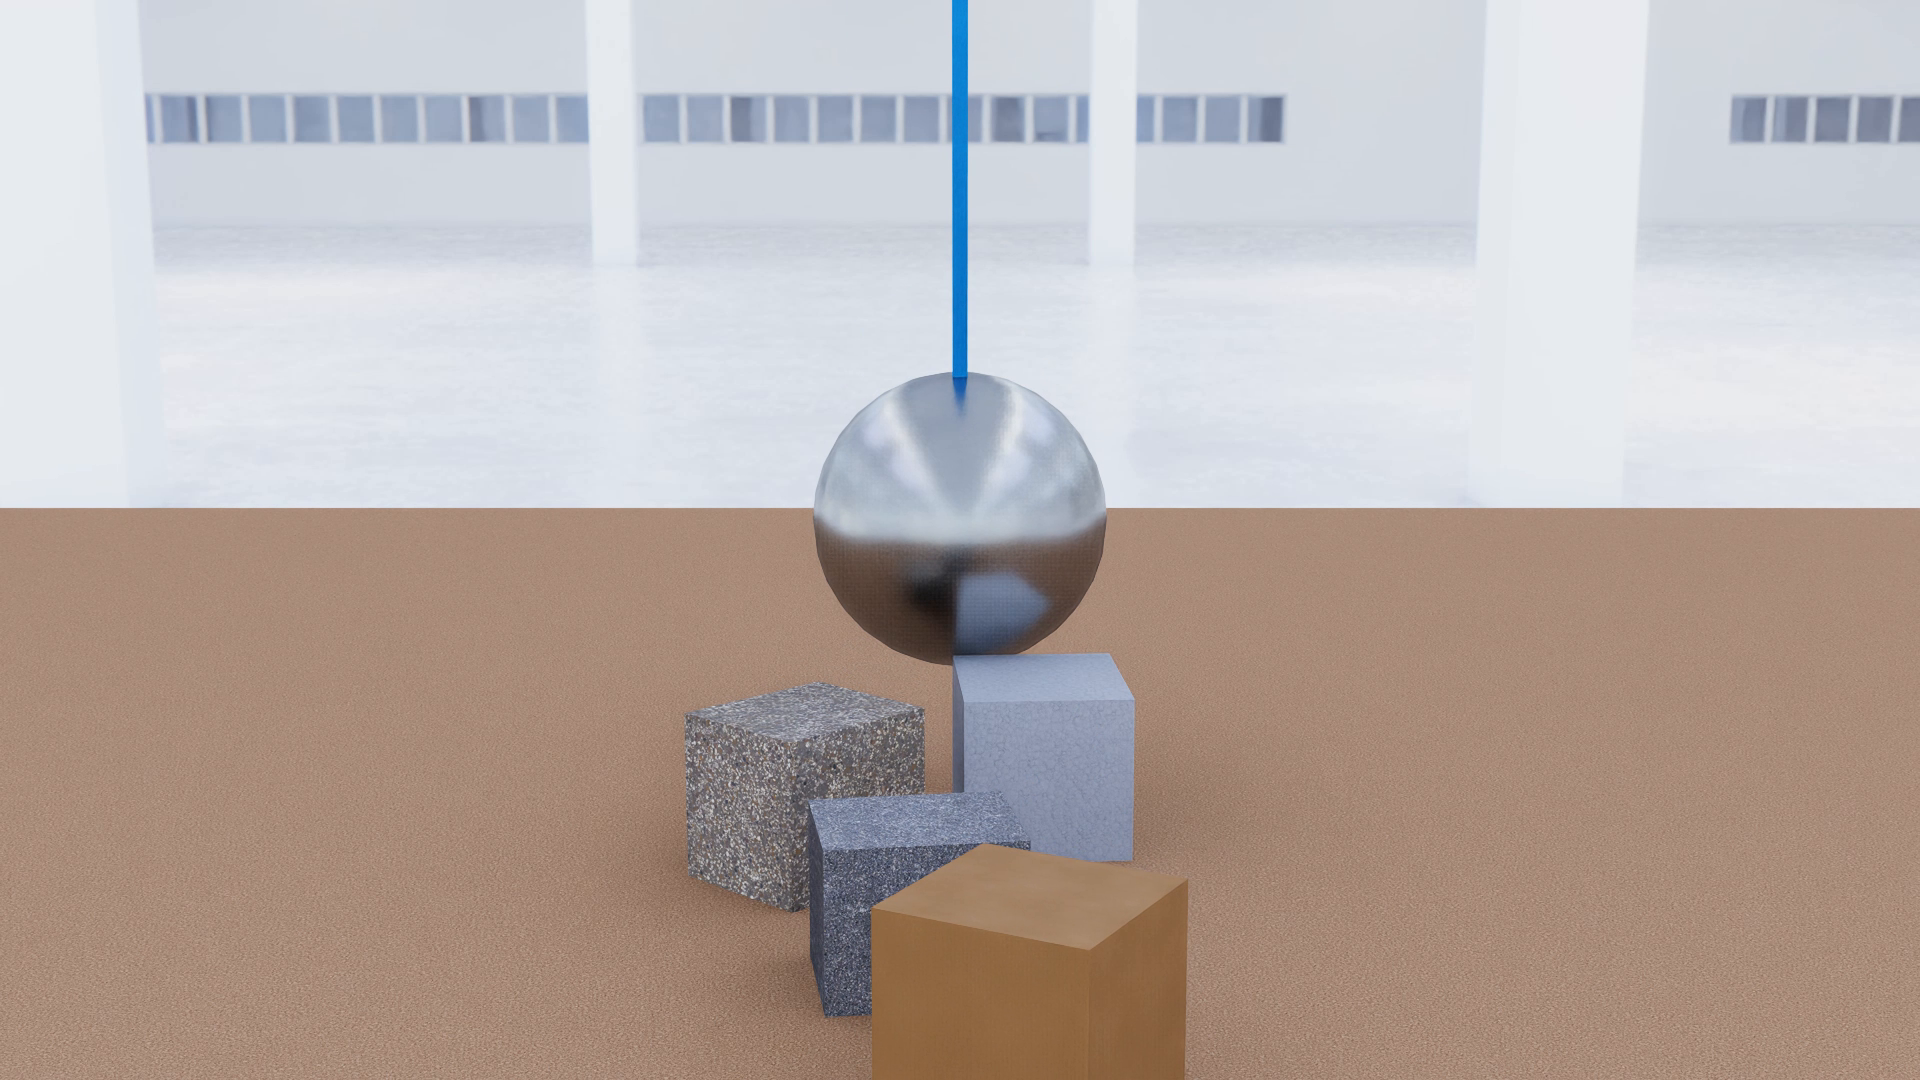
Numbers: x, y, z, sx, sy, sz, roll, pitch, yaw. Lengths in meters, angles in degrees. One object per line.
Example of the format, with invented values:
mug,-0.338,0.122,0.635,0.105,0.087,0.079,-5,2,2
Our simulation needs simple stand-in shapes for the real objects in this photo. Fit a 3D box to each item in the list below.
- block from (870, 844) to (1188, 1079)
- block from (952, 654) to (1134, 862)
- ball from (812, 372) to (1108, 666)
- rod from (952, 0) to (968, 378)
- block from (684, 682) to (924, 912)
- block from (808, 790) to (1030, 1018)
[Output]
block,0.258,1.681,7.863,0.841,0.879,0.819,6,12,29
block,0.407,1.097,11.242,0.833,0.820,0.986,-1,10,-3
ball,0.000,-0.116,11.969,1.600,1.600,1.600,0,10,0
rod,0.000,-3.351,10.922,0.080,5.200,0.080,0,18,0
block,-0.743,1.216,10.612,0.755,0.811,0.866,10,14,43
block,-0.184,1.516,9.256,0.844,0.706,0.701,-2,10,-9
